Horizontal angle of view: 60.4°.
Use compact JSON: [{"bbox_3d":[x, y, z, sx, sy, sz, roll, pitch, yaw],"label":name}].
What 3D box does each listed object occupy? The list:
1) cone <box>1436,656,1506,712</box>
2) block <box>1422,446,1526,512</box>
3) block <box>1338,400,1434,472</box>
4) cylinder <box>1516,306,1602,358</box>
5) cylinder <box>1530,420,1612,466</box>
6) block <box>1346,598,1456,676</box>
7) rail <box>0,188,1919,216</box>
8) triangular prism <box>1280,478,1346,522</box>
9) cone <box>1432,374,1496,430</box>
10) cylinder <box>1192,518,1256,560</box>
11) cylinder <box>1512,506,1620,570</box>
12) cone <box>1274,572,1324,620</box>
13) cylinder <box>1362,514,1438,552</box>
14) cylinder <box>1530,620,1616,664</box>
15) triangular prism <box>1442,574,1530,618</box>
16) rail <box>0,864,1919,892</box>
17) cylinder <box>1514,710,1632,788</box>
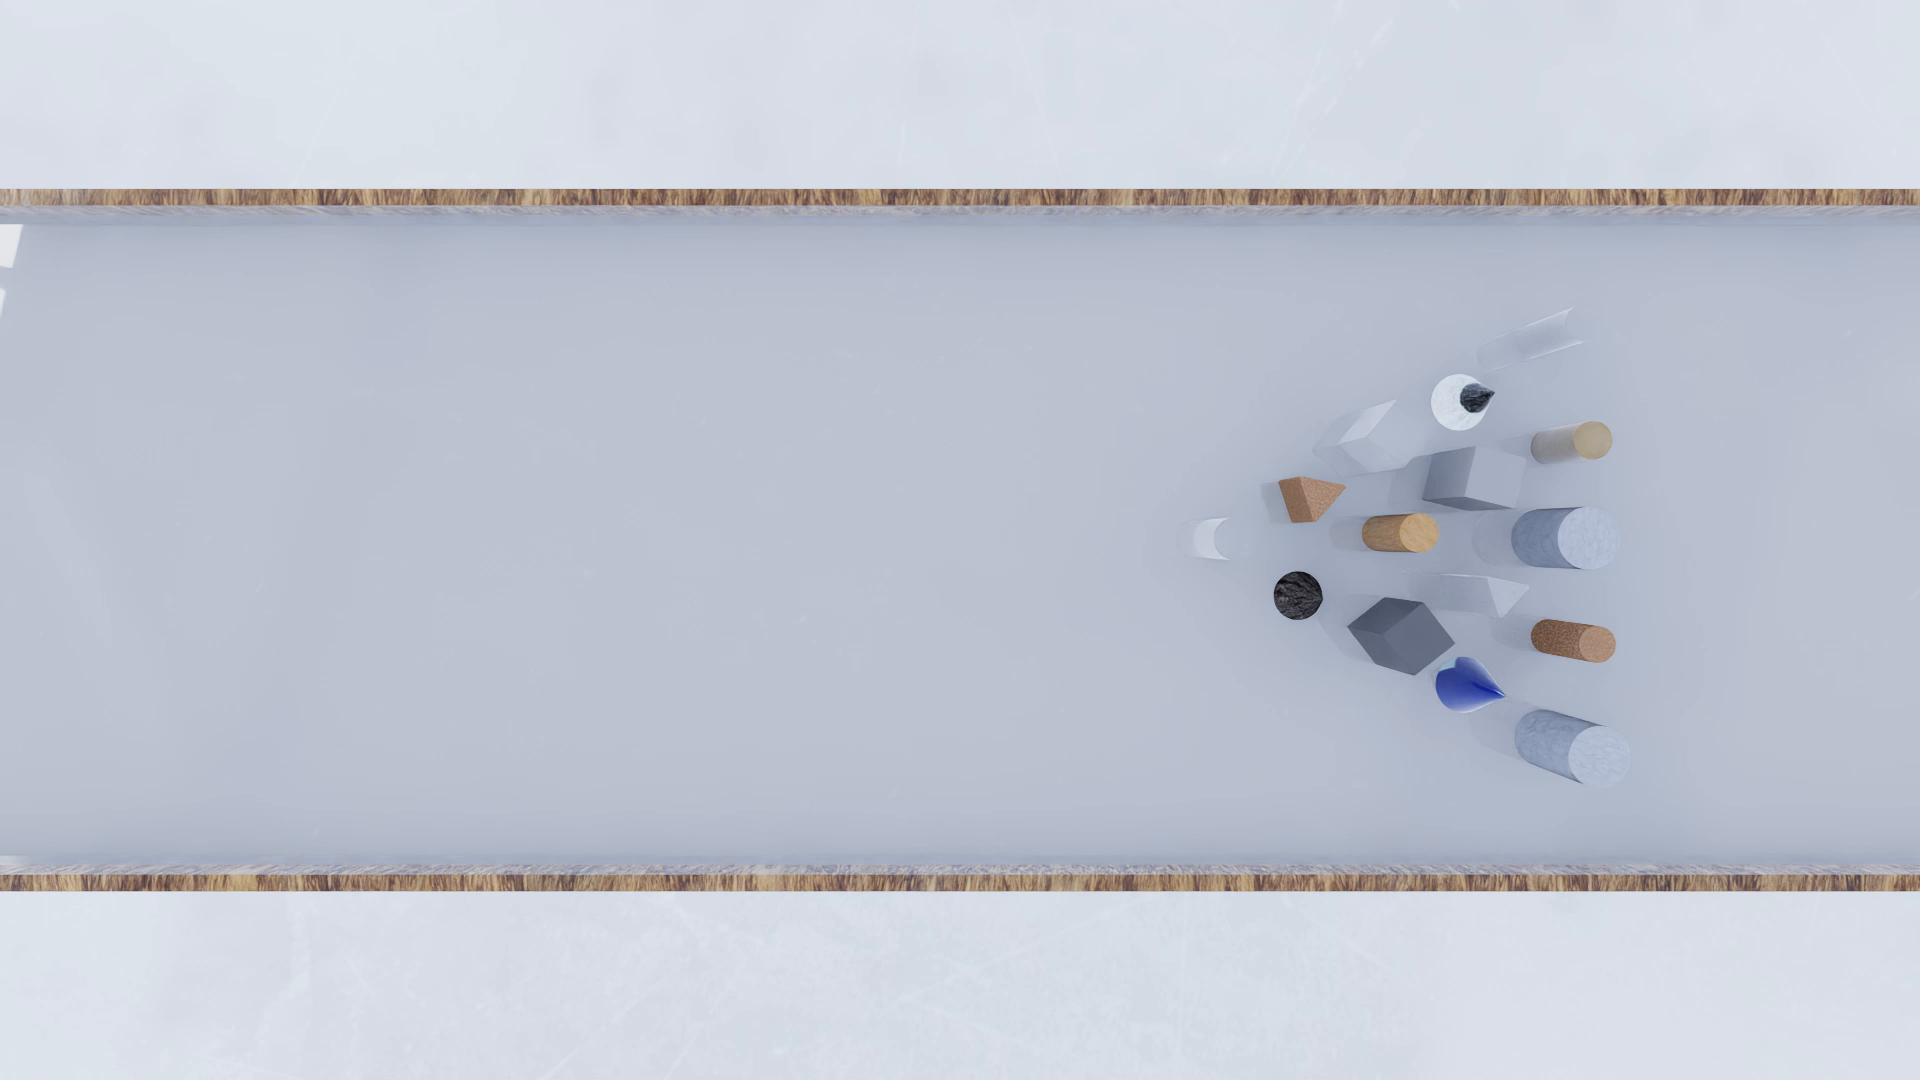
[{"bbox_3d":[1.550,0.445,4.877,0.173,0.400,0.173,0,90,0],"label":"cone"},{"bbox_3d":[1.511,-0.177,4.865,0.147,0.424,0.147,14,90,0],"label":"block"},{"bbox_3d":[1.257,-0.304,4.889,0.139,0.374,0.139,39,90,0],"label":"block"},{"bbox_3d":[1.766,-0.614,4.875,0.104,0.403,0.104,0,90,0],"label":"cylinder"},{"bbox_3d":[1.812,-0.286,4.899,0.113,0.355,0.113,0,90,0],"label":"cylinder"},{"bbox_3d":[1.294,0.279,4.864,0.148,0.425,0.148,-38,90,0],"label":"block"},{"bbox_3d":[-2.247,-1.025,5.002,12.000,0.150,0.050,0,90,0],"label":"rail"},{"bbox_3d":[1.026,-0.143,4.919,0.117,0.316,0.135,41,90,0],"label":"triangular prism"},{"bbox_3d":[1.537,-0.424,4.904,0.174,0.344,0.174,0,90,0],"label":"cone"},{"bbox_3d":[0.778,-0.004,4.867,0.122,0.418,0.122,0,90,0],"label":"cylinder"},{"bbox_3d":[1.786,-0.005,4.879,0.180,0.395,0.180,0,90,0],"label":"cylinder"},{"bbox_3d":[1.040,0.171,4.900,0.150,0.354,0.150,0,90,0],"label":"cone"},{"bbox_3d":[1.291,-0.020,4.857,0.111,0.438,0.111,0,90,0],"label":"cylinder"},{"bbox_3d":[1.810,0.297,4.879,0.105,0.396,0.105,0,90,0],"label":"cylinder"},{"bbox_3d":[1.521,0.140,4.856,0.104,0.442,0.121,43,90,0],"label":"triangular prism"},{"bbox_3d":[-2.247,1.025,5.001,12.000,0.150,0.050,0,90,0],"label":"rail"},{"bbox_3d":[1.794,0.609,4.850,0.176,0.453,0.176,0,90,0],"label":"cylinder"}]
